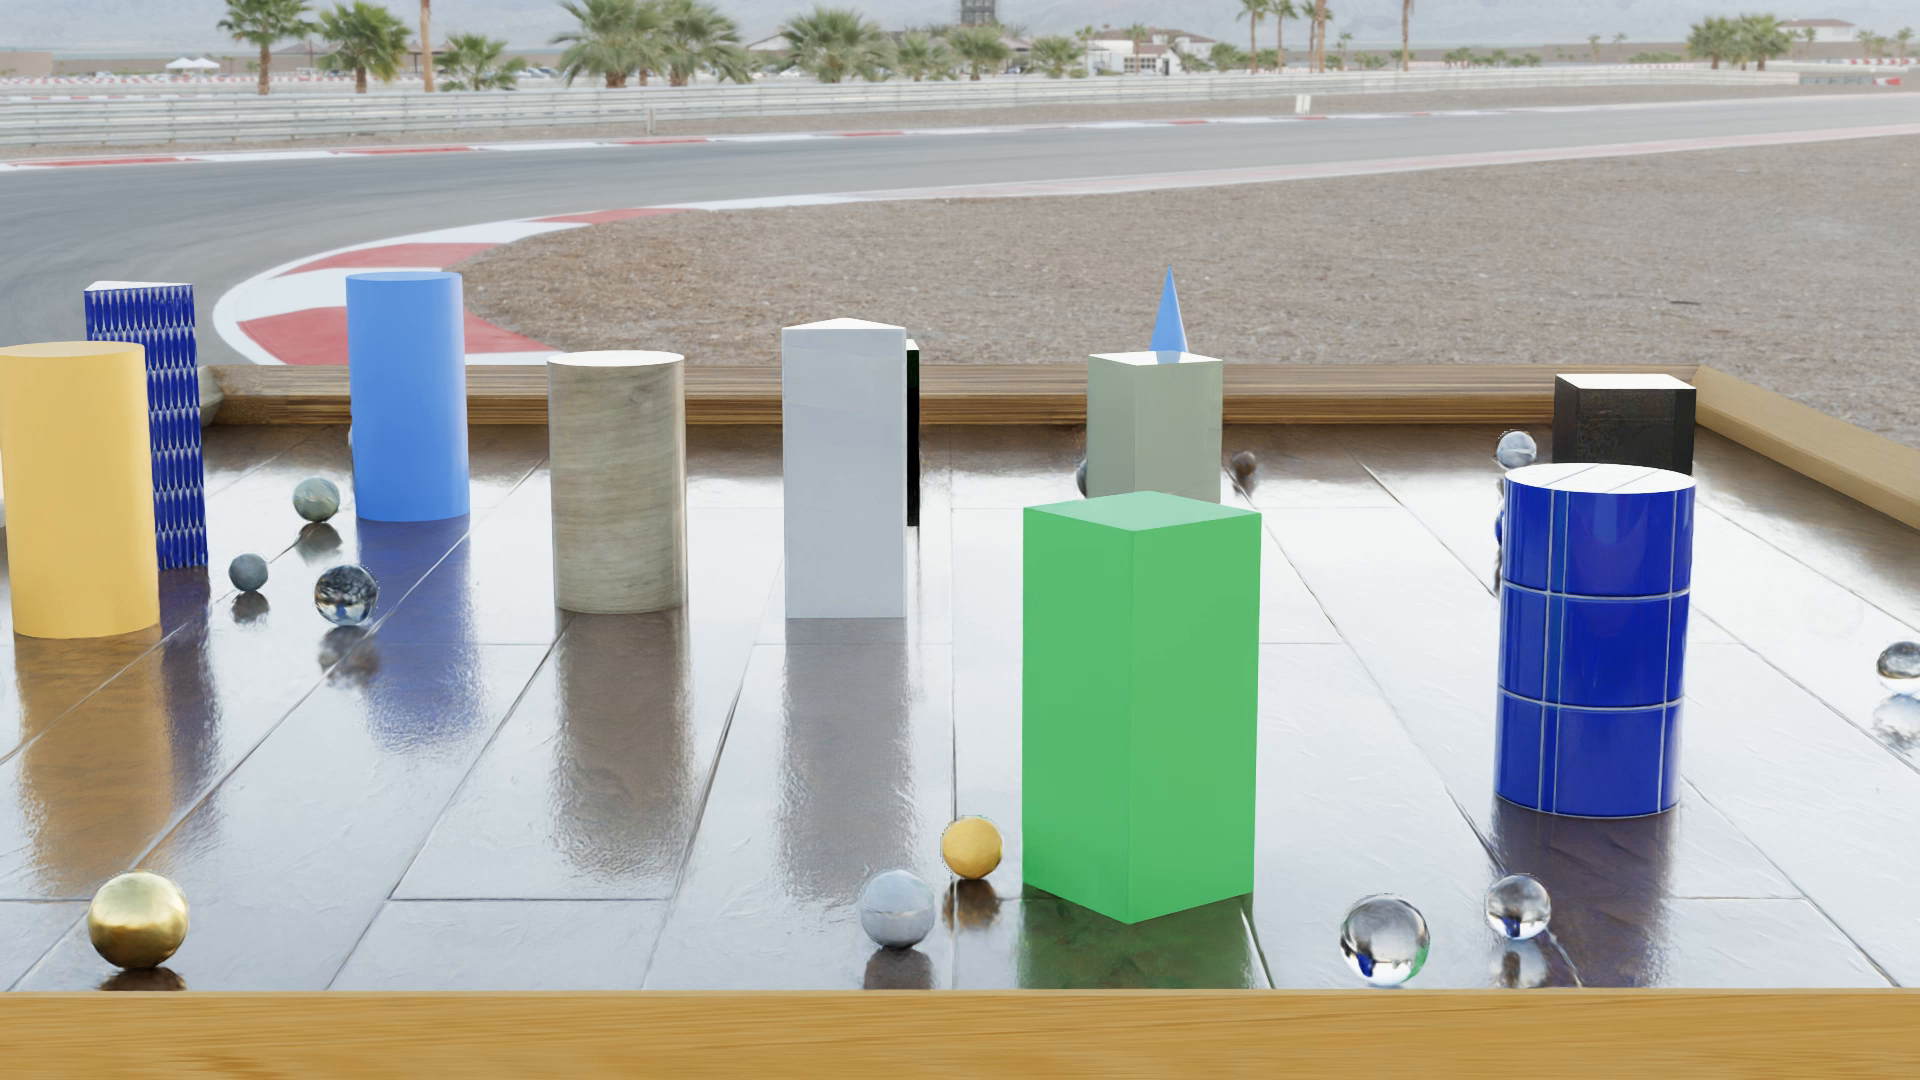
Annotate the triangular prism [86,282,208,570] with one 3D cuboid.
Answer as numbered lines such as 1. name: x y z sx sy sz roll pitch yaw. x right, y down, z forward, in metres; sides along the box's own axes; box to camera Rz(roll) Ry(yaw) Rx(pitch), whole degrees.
1. triangular prism: -1.205 -0.166 3.719 0.159 0.409 0.137 -9 14 -41

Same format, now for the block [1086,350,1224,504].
1. block: 0.289 -0.127 3.826 0.147 0.292 0.147 -5 12 -25

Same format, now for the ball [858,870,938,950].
1. ball: -0.051 0.307 2.128 0.065 0.065 0.065 0 11 0

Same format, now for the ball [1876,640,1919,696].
1. ball: 1.097 0.148 2.977 0.065 0.065 0.065 0 11 0

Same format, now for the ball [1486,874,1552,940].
1. ball: 0.468 0.308 2.152 0.054 0.054 0.054 0 11 0

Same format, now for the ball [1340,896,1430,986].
1. ball: 0.338 0.319 2.044 0.071 0.071 0.071 0 11 0

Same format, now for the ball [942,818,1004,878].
1. ball: 0.012 0.277 2.311 0.055 0.055 0.055 0 11 0

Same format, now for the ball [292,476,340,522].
1. ball: -1.025 -0.065 4.084 0.075 0.075 0.075 0 11 0

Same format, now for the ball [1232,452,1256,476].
1. ball: 0.504 -0.134 4.545 0.042 0.042 0.042 0 11 0

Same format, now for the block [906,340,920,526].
1. block: -0.143 -0.172 4.097 0.147 0.281 0.147 -1 11 -5

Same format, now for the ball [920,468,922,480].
1. ball: -0.098 -0.113 4.364 0.067 0.067 0.067 0 11 0

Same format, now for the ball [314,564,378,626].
1. ball: -0.799 0.072 3.339 0.081 0.081 0.081 0 11 0

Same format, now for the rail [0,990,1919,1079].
1. rail: 0.010 0.353 1.729 3.022 0.119 0.045 0 11 0

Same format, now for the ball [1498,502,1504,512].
1. ball: 0.864 -0.037 3.973 0.062 0.062 0.062 0 11 0

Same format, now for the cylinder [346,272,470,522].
1. cylinder: -0.893 -0.235 4.153 0.183 0.384 0.183 0 11 0

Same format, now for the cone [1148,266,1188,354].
1. cone: 0.331 -0.236 4.089 0.183 0.410 0.183 0 11 0

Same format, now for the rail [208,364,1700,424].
1. rail: -0.010 -0.292 5.171 3.022 0.119 0.045 0 11 0

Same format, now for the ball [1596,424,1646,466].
1. ball: 1.181 -0.164 4.581 0.087 0.087 0.087 0 11 0

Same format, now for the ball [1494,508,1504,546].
1. ball: 0.835 -0.017 3.807 0.083 0.083 0.083 0 11 0

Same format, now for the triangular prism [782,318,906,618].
1. triangular prism: -0.153 -0.099 3.429 0.159 0.383 0.137 0 11 -2

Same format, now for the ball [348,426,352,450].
1. ball: -1.070 -0.186 4.685 0.092 0.092 0.092 0 11 0

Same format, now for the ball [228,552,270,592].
1. ball: -0.985 0.045 3.554 0.054 0.054 0.054 0 11 0

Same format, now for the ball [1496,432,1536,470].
1. ball: 0.999 -0.159 4.603 0.070 0.070 0.070 0 11 0

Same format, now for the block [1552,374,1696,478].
1. block: 0.859 -0.050 3.347 0.147 0.317 0.147 0 11 1

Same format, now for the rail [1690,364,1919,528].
1. rail: 1.487 0.029 3.458 0.045 0.119 3.549 0 11 0

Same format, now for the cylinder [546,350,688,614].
1. cylinder: -0.462 -0.081 3.476 0.183 0.332 0.183 0 11 0

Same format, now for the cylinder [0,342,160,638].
1. cylinder: -1.144 -0.068 3.328 0.183 0.361 0.183 0 11 0

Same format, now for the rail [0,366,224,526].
1. rail: -1.487 0.032 3.441 0.045 0.119 3.549 0 11 0

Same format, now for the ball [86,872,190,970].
1. ball: -0.666 0.308 2.080 0.079 0.079 0.079 0 11 0

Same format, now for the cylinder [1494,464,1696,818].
1. cylinder: 0.630 0.096 2.555 0.183 0.321 0.183 0 11 0

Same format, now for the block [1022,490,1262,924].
1. block: 0.158 0.142 2.259 0.147 0.341 0.147 -8 13 -37

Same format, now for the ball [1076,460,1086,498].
1. ball: 0.232 -0.102 4.277 0.078 0.078 0.078 0 11 0
